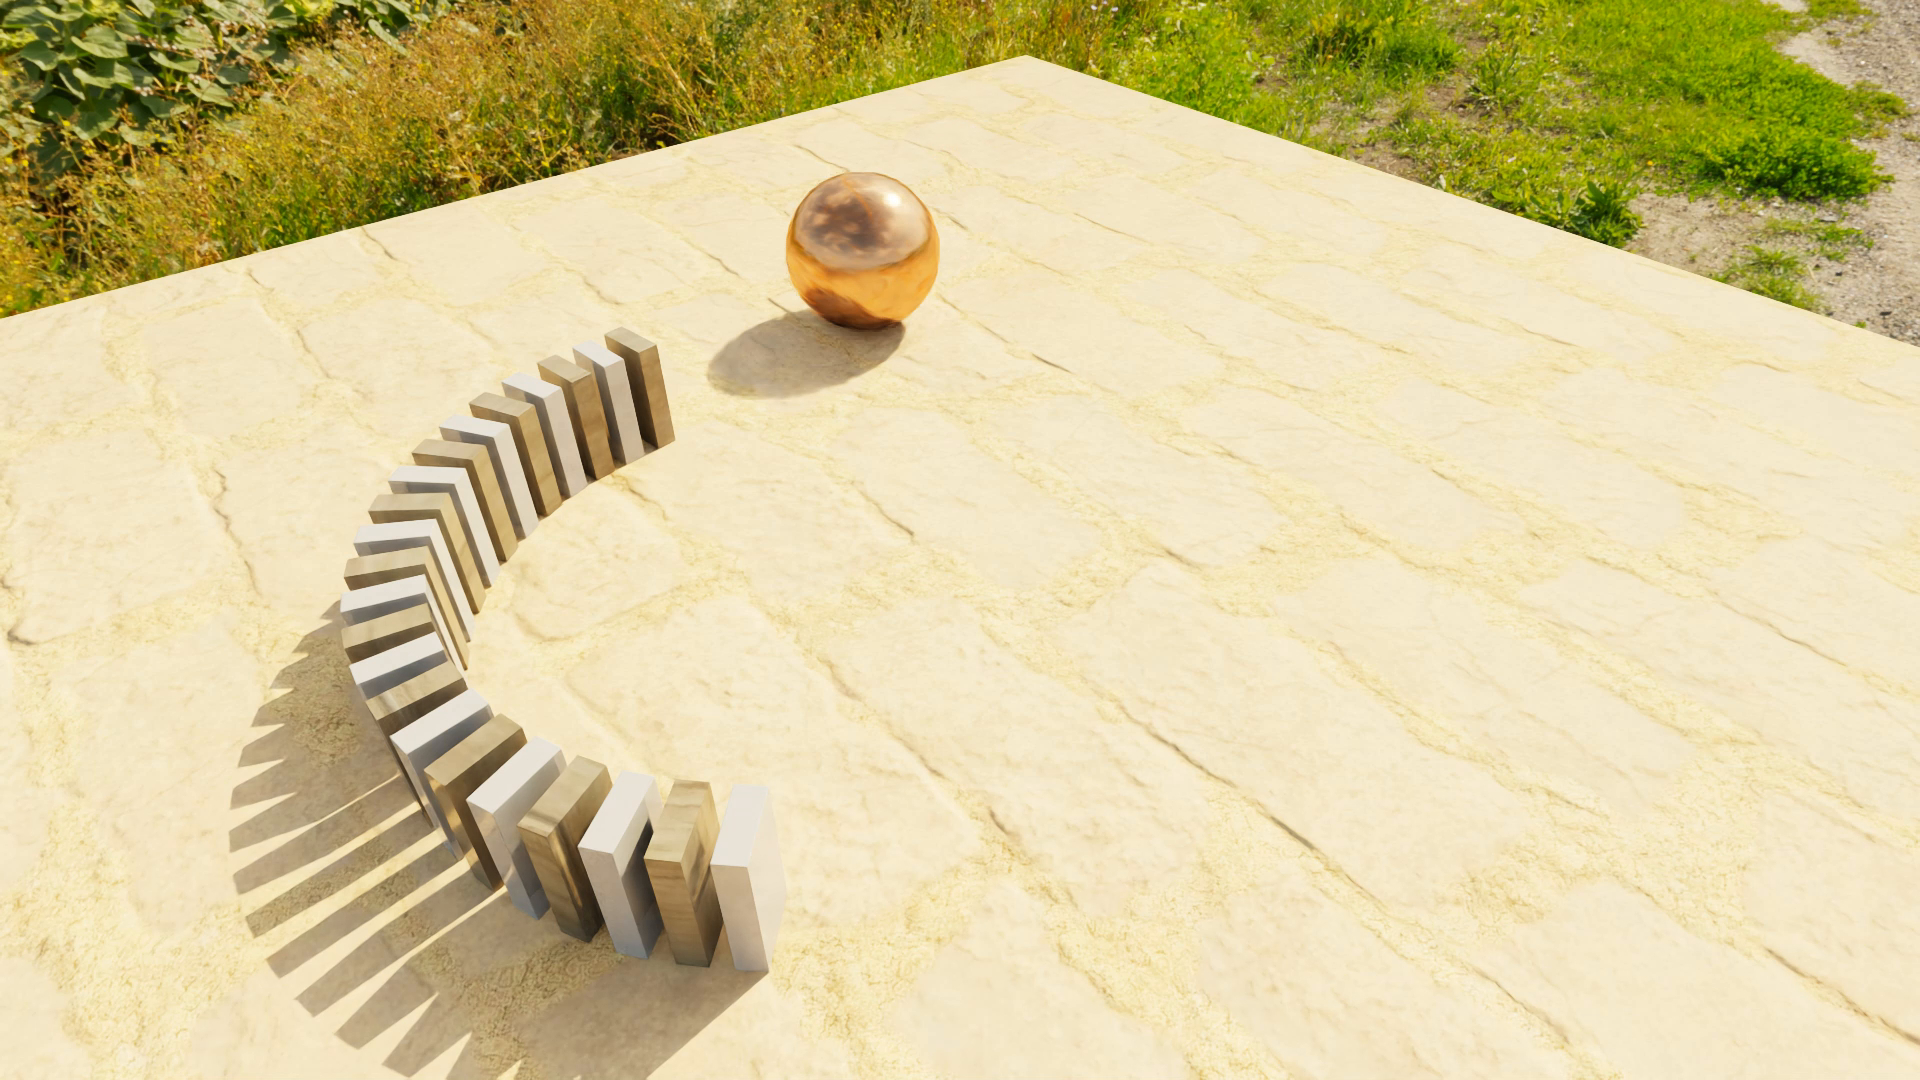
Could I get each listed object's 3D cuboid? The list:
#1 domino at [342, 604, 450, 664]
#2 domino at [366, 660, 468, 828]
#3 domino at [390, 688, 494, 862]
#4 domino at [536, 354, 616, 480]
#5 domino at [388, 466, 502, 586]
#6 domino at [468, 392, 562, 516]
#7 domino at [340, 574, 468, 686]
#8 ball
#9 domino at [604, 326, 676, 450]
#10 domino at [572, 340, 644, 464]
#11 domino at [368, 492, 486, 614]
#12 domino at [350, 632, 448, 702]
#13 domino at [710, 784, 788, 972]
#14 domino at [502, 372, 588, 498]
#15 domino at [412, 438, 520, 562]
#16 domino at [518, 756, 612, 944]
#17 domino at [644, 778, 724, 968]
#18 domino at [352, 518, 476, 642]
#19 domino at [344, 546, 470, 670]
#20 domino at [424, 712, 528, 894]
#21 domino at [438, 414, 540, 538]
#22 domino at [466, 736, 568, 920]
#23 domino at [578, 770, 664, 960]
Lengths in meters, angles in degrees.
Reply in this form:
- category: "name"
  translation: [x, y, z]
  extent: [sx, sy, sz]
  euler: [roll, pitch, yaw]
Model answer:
- category: "domino"
  translation: [-0.177, 0.046, 0.356]
  extent: [0.025, 0.050, 0.009]
  euler: [-19, 43, -22]
- category: "domino"
  translation: [-0.158, 0.063, 0.335]
  extent: [0.025, 0.050, 0.010]
  euler: [-30, 48, -31]
- category: "domino"
  translation: [-0.147, 0.070, 0.326]
  extent: [0.009, 0.050, 0.025]
  euler: [30, 48, 31]
- category: "domino"
  translation: [-0.166, -0.053, 0.476]
  extent: [0.025, 0.050, 0.010]
  euler: [28, 47, 30]
- category: "domino"
  translation: [-0.195, -0.005, 0.417]
  extent: [0.025, 0.050, 0.009]
  euler: [2, 39, 3]
- category: "domino"
  translation: [-0.183, -0.035, 0.454]
  extent: [0.025, 0.050, 0.009]
  euler: [15, 42, 18]
- category: "domino"
  translation: [-0.184, 0.036, 0.367]
  extent: [0.025, 0.050, 0.009]
  euler: [-14, 41, -17]
- category: "ball"
  translation: [-0.050, -0.149, 0.570]
  extent: [0.080, 0.080, 0.080]
  euler: [0, 39, 0]
- category: "domino"
  translation: [-0.144, -0.068, 0.495]
  extent: [0.025, 0.050, 0.010]
  euler: [28, 47, 30]
- category: "domino"
  translation: [-0.155, -0.060, 0.485]
  extent: [0.025, 0.050, 0.009]
  euler: [30, 48, 32]
- category: "domino"
  translation: [-0.195, 0.006, 0.404]
  extent: [0.025, 0.050, 0.010]
  euler: [-2, 39, -2]
- category: "domino"
  translation: [-0.169, 0.055, 0.345]
  extent: [0.025, 0.050, 0.009]
  euler: [-24, 45, -27]
- category: "domino"
  translation: [-0.057, 0.092, 0.299]
  extent: [0.010, 0.050, 0.025]
  euler: [3, 39, 4]
- category: "domino"
  translation: [-0.175, -0.044, 0.465]
  extent: [0.025, 0.050, 0.009]
  euler: [21, 44, 23]
- category: "domino"
  translation: [-0.193, -0.015, 0.430]
  extent: [0.025, 0.050, 0.010]
  euler: [7, 40, 8]
- category: "domino"
  translation: [-0.105, 0.086, 0.306]
  extent: [0.009, 0.050, 0.025]
  euler: [14, 41, 17]
- category: "domino"
  translation: [-0.073, 0.091, 0.300]
  extent: [0.010, 0.050, 0.025]
  euler: [4, 40, 5]
- category: "domino"
  translation: [-0.193, 0.016, 0.392]
  extent: [0.025, 0.050, 0.010]
  euler: [-6, 40, -7]
- category: "domino"
  translation: [-0.190, 0.026, 0.379]
  extent: [0.025, 0.050, 0.009]
  euler: [-10, 40, -12]
- category: "domino"
  translation: [-0.134, 0.077, 0.318]
  extent: [0.010, 0.050, 0.025]
  euler: [24, 45, 26]
- category: "domino"
  translation: [-0.189, -0.025, 0.442]
  extent: [0.025, 0.050, 0.010]
  euler: [11, 41, 13]
- category: "domino"
  translation: [-0.120, 0.082, 0.311]
  extent: [0.009, 0.050, 0.025]
  euler: [19, 43, 22]
- category: "domino"
  translation: [-0.089, 0.090, 0.302]
  extent: [0.010, 0.050, 0.025]
  euler: [8, 40, 10]
